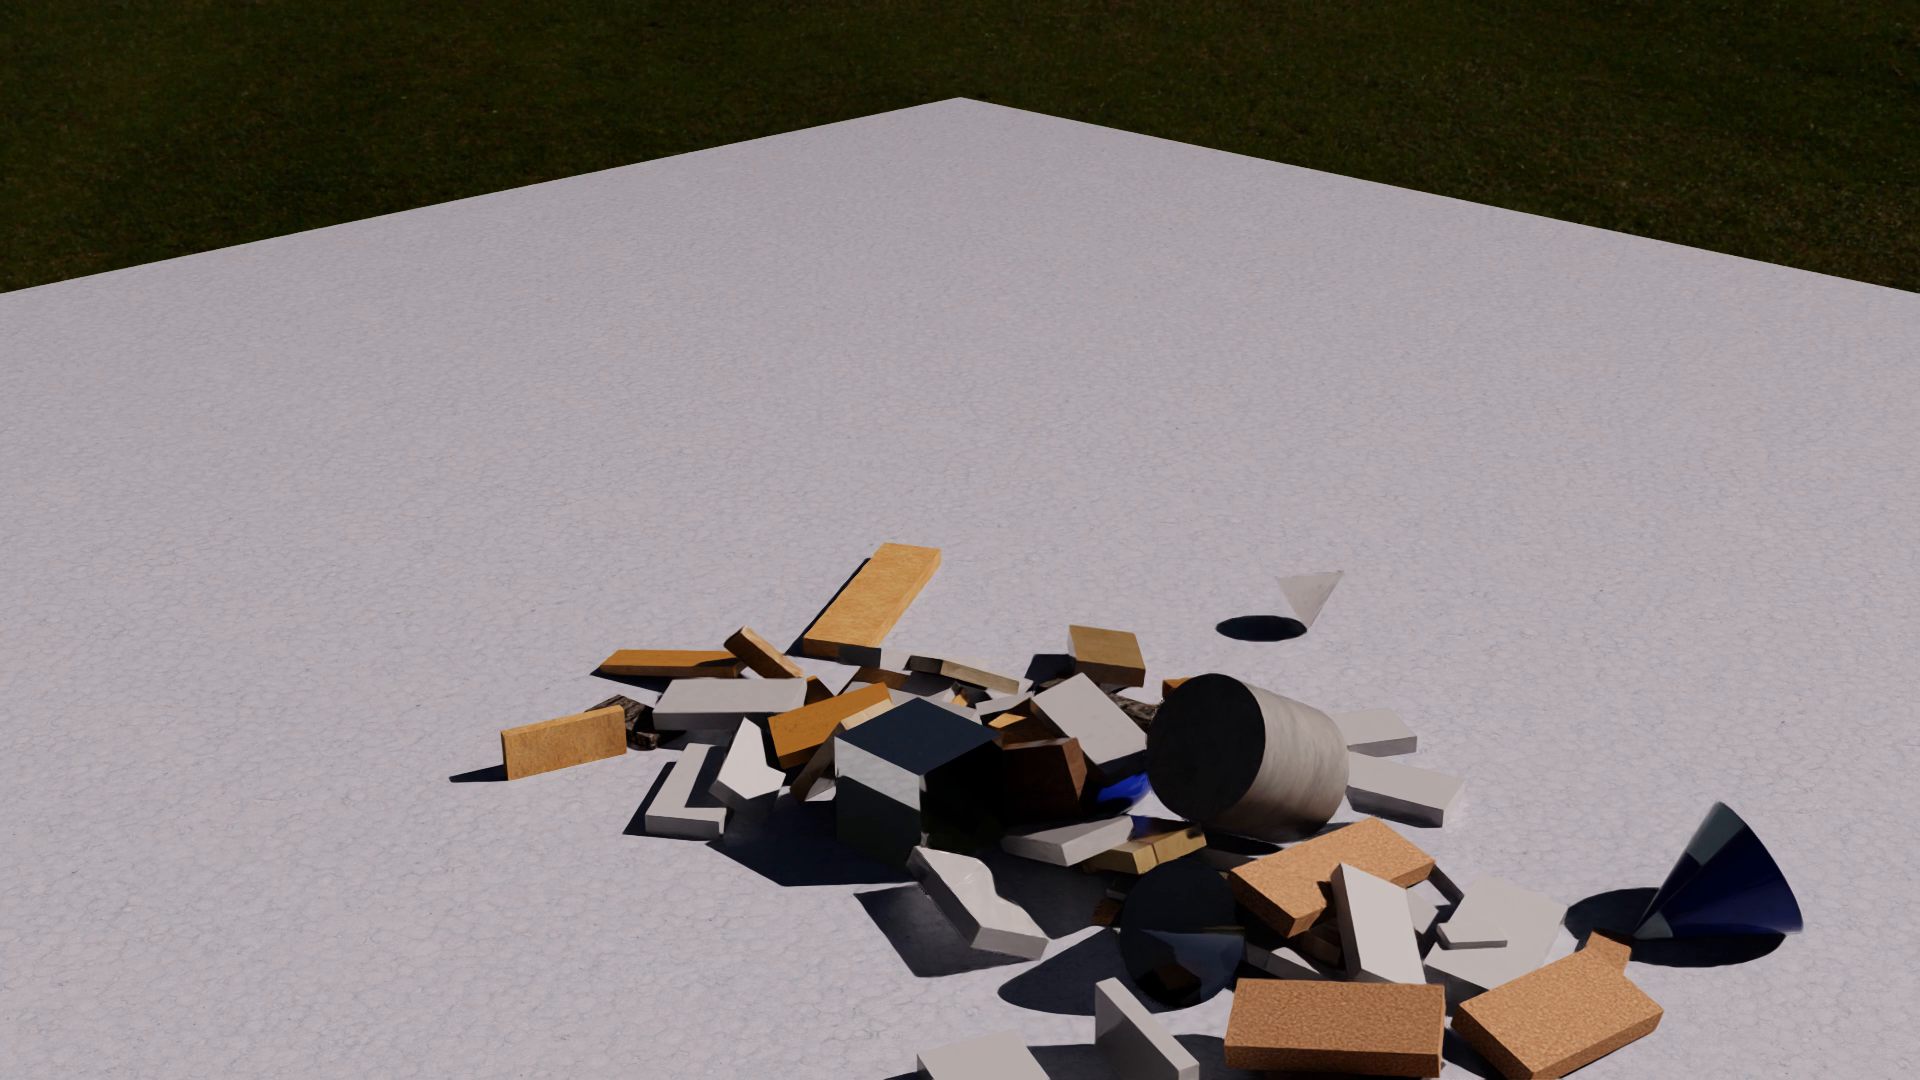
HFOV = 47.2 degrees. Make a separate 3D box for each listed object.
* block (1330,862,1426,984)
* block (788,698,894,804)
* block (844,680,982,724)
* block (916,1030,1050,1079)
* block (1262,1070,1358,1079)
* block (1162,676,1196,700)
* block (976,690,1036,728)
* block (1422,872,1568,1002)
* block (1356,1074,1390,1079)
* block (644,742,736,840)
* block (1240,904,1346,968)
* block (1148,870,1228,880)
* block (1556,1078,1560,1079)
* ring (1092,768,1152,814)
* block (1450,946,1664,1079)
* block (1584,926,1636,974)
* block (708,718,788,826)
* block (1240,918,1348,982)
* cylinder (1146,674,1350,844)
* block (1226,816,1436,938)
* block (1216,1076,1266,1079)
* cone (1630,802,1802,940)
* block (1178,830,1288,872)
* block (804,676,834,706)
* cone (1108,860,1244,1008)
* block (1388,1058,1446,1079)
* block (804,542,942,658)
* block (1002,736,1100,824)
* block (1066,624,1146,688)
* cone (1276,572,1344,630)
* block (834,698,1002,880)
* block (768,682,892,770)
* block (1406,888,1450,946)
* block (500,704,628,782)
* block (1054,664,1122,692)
[{"bbox_3d":[0.738,0.697,3.885,0.137,0.039,0.275,24,30,-14],"label":"block"},{"bbox_3d":[-0.237,0.428,4.449,0.133,0.266,0.038,-22,68,-42],"label":"block"},{"bbox_3d":[-0.128,0.389,4.597,0.312,0.043,0.153,11,44,30],"label":"block"},{"bbox_3d":[0.076,0.921,3.528,0.174,0.049,0.348,-9,25,-21],"label":"block"},{"bbox_3d":[0.576,0.886,3.552,0.128,0.036,0.256,-13,26,-5],"label":"block"},{"bbox_3d":[0.563,0.360,4.762,0.137,0.039,0.275,-4,17,-23],"label":"block"},{"bbox_3d":[0.147,0.369,4.704,0.222,0.111,0.031,-12,53,-4],"label":"block"},{"bbox_3d":[0.962,0.728,3.955,0.171,0.048,0.342,19,29,23],"label":"block"},{"bbox_3d":[0.661,0.919,3.530,0.110,0.031,0.624,-17,27,-13],"label":"block"},{"bbox_3d":[-0.524,0.512,4.499,0.152,0.043,0.304,4,23,9],"label":"block"},{"bbox_3d":[0.634,0.707,3.975,0.125,0.035,0.250,7,10,-40],"label":"block"},{"bbox_3d":[0.463,0.633,4.104,0.221,0.031,0.110,9,-9,-2],"label":"block"},{"bbox_3d":[0.954,0.913,3.588,0.056,0.016,0.112,12,26,27],"label":"block"},{"bbox_3d":[0.219,0.454,4.531,0.384,0.128,0.384,0,24,0],"label":"ring"},{"bbox_3d":[1.012,0.808,3.720,0.342,0.048,0.171,-12,39,-35],"label":"block"},{"bbox_3d":[1.163,0.751,3.963,0.075,0.021,0.149,12,26,25],"label":"block"},{"bbox_3d":[-0.426,0.473,4.505,0.129,0.036,0.257,35,24,-9],"label":"block"},{"bbox_3d":[0.562,0.735,3.938,0.426,0.035,0.125,19,12,37],"label":"block"},{"bbox_3d":[0.549,0.420,4.197,0.277,0.277,0.277,21,4,-44],"label":"cylinder"},{"bbox_3d":[0.690,0.619,4.075,0.152,0.043,0.494,36,28,33],"label":"block"},{"bbox_3d":[0.449,0.946,3.484,0.128,0.036,0.256,-2,23,-5],"label":"block"},{"bbox_3d":[1.343,0.666,4.034,0.272,0.272,0.272,-29,26,0],"label":"cone"},{"bbox_3d":[0.565,0.612,4.223,0.266,0.038,0.133,9,8,21],"label":"block"},{"bbox_3d":[-0.320,0.366,4.775,0.103,0.029,0.207,-20,29,-19],"label":"block"},{"bbox_3d":[0.332,0.701,3.961,0.256,0.256,0.256,-13,0,-28],"label":"cone"},{"bbox_3d":[0.738,0.869,3.585,0.016,0.112,0.056,36,15,-27],"label":"block"},{"bbox_3d":[-0.207,0.145,5.364,0.152,0.043,0.593,7,24,15],"label":"block"},{"bbox_3d":[0.135,0.474,4.302,0.043,0.152,0.303,-21,5,-40],"label":"block"},{"bbox_3d":[0.328,0.260,4.967,0.153,0.043,0.307,7,12,-2],"label":"block"},{"bbox_3d":[0.852,0.114,5.231,0.147,0.147,0.147,-32,21,9],"label":"cone"},{"bbox_3d":[-0.081,0.486,4.321,0.231,0.231,0.231,20,30,39],"label":"block"},{"bbox_3d":[-0.262,0.385,4.581,0.257,0.036,0.129,-17,37,-4],"label":"block"},{"bbox_3d":[0.849,0.700,4.084,0.075,0.021,0.149,-11,25,-24],"label":"block"},{"bbox_3d":[-0.832,0.426,4.625,0.259,0.103,0.029,-12,26,-25],"label":"block"},{"bbox_3d":[0.314,0.303,4.941,0.111,0.031,0.222,14,14,28],"label":"block"}]
